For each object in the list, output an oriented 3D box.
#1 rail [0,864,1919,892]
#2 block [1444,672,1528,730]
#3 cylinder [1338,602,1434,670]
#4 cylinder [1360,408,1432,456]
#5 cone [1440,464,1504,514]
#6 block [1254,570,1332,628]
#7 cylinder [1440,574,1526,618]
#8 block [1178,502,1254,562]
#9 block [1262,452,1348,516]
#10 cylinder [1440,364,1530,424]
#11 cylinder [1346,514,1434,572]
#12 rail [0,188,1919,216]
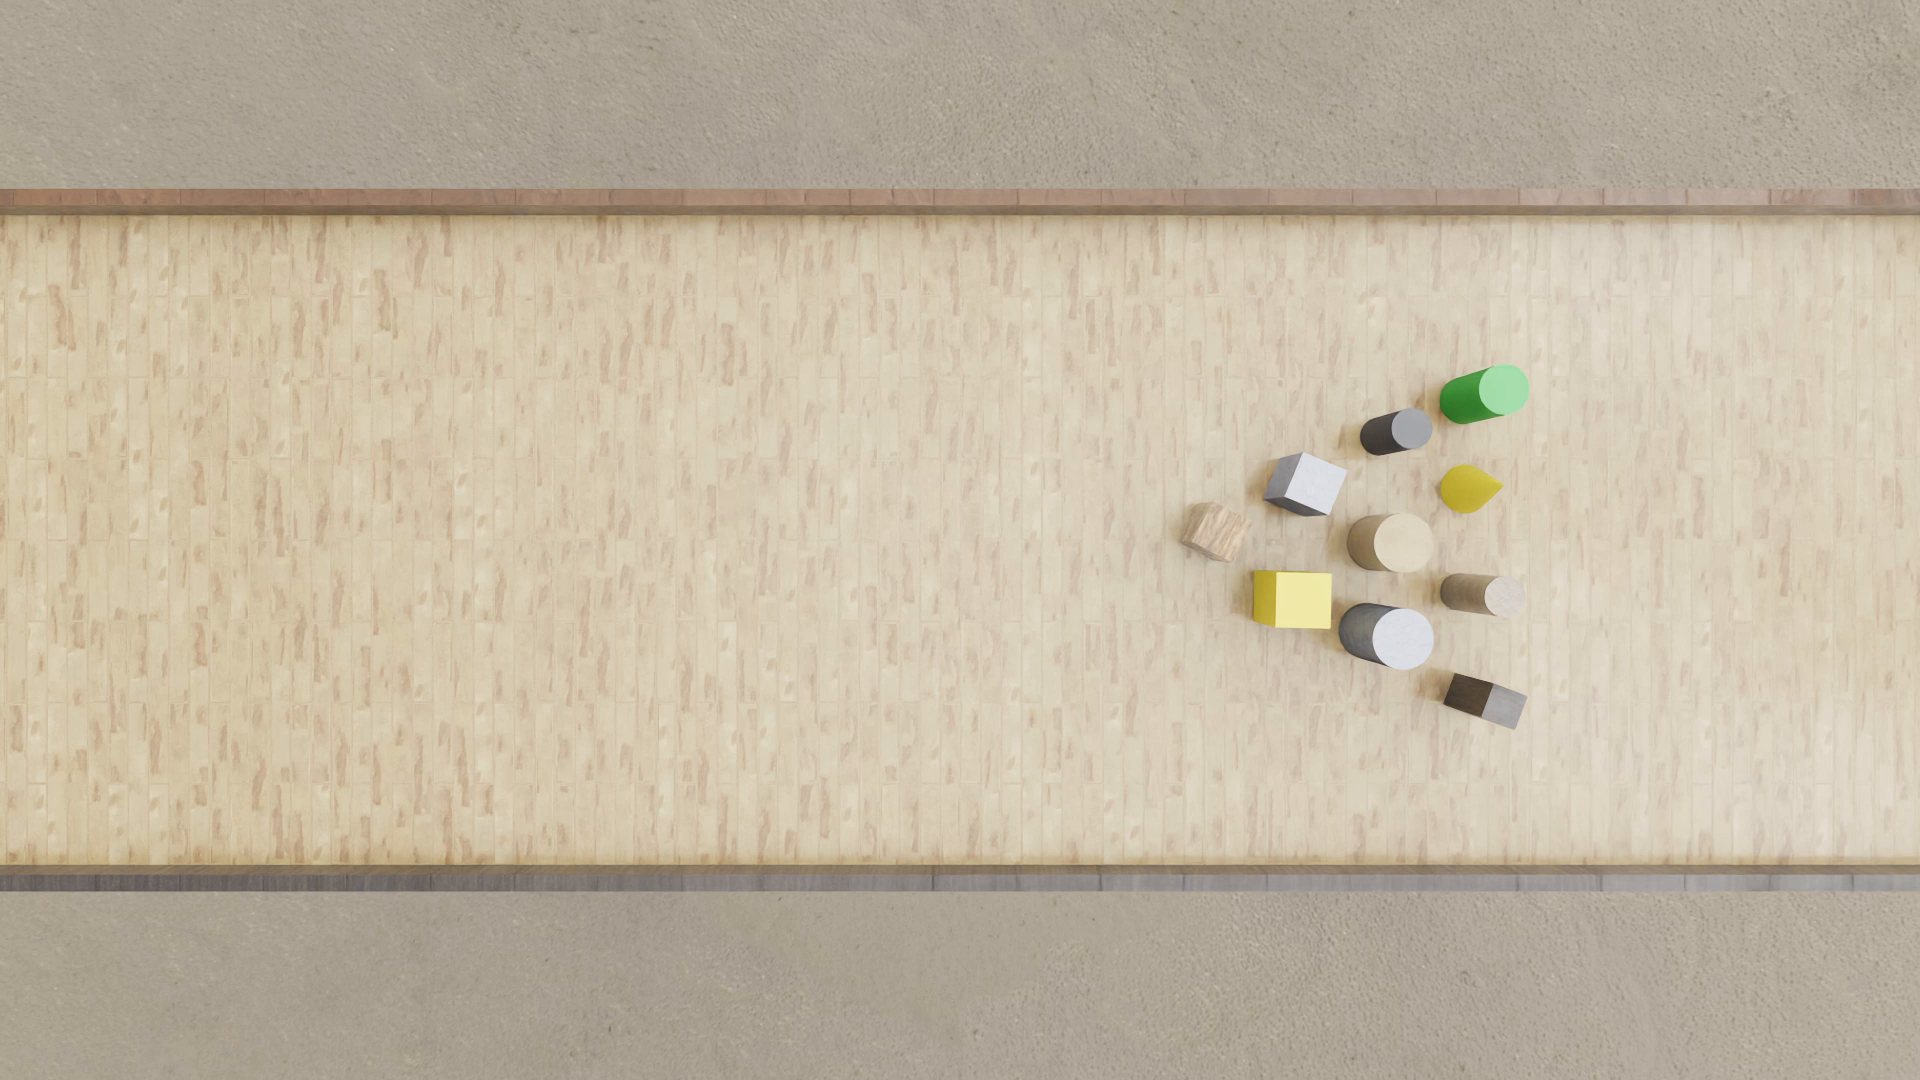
[{"bbox_3d":[-2.247,1.025,5.001,12.000,0.150,0.050,0,90,0],"label":"rail"},{"bbox_3d":[1.554,0.476,4.891,0.104,0.370,0.104,21,90,0],"label":"block"},{"bbox_3d":[1.252,0.280,4.868,0.173,0.418,0.173,0,90,0],"label":"cylinder"},{"bbox_3d":[1.290,-0.319,4.891,0.118,0.370,0.118,0,90,0],"label":"cylinder"},{"bbox_3d":[1.555,-0.157,4.893,0.151,0.367,0.151,0,90,0],"label":"cone"},{"bbox_3d":[0.983,0.173,4.899,0.157,0.355,0.157,1,90,0],"label":"block"},{"bbox_3d":[1.535,0.160,4.861,0.116,0.432,0.116,0,90,0],"label":"cylinder"},{"bbox_3d":[0.757,-0.023,4.917,0.131,0.319,0.131,28,90,0],"label":"block"},{"bbox_3d":[1.021,-0.162,4.903,0.138,0.347,0.138,23,90,0],"label":"block"},{"bbox_3d":[1.549,-0.429,4.885,0.145,0.383,0.145,0,90,0],"label":"cylinder"},{"bbox_3d":[1.277,0.009,4.910,0.172,0.333,0.172,0,90,0],"label":"cylinder"},{"bbox_3d":[-2.247,-1.025,5.002,12.000,0.150,0.050,0,90,0],"label":"rail"}]
